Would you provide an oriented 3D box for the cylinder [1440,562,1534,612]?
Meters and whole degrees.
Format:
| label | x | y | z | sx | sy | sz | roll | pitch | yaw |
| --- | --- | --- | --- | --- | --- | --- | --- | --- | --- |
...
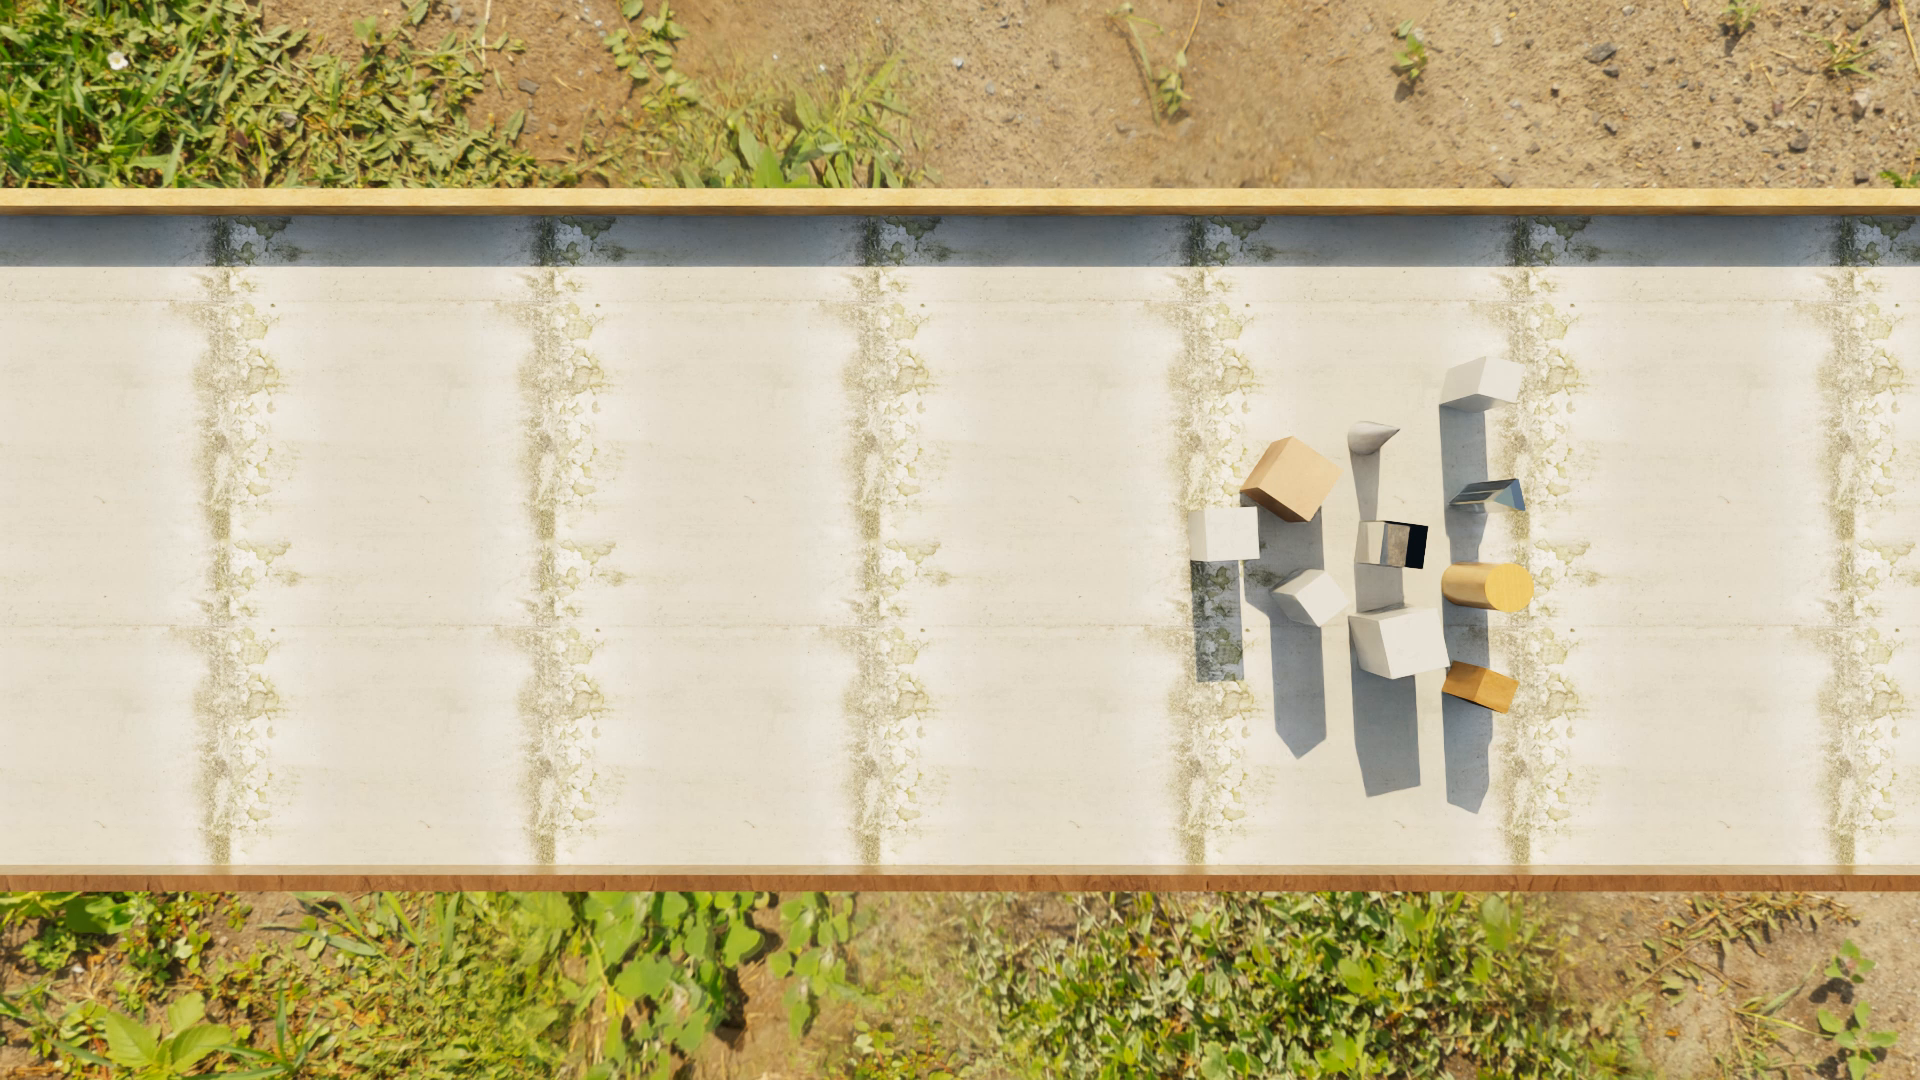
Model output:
| label | x | y | z | sx | sy | sz | roll | pitch | yaw |
| --- | --- | --- | --- | --- | --- | --- | --- | --- | --- |
| cylinder | 1.550 | 0.135 | 4.863 | 0.139 | 0.426 | 0.139 | 0 | 90 | 0 |

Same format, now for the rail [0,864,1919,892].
| label | x | y | z | sx | sy | sz | roll | pitch | yaw |
| --- | --- | --- | --- | --- | --- | --- | --- | --- | --- |
| rail | -2.247 | 1.025 | 5.001 | 12.000 | 0.150 | 0.050 | 0 | 90 | 0 |

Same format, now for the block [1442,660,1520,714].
| label | x | y | z | sx | sy | sz | roll | pitch | yaw |
| --- | --- | --- | --- | --- | --- | --- | --- | --- | --- |
| block | 1.547 | 0.437 | 4.916 | 0.102 | 0.322 | 0.102 | 22 | 90 | 0 |

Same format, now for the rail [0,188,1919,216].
| label | x | y | z | sx | sy | sz | roll | pitch | yaw |
| --- | --- | --- | --- | --- | --- | --- | --- | --- | --- |
| rail | -2.247 | -1.025 | 5.002 | 12.000 | 0.150 | 0.050 | 0 | 90 | 0 |

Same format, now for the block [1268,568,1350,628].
| label | x | y | z | sx | sy | sz | roll | pitch | yaw |
| --- | --- | --- | --- | --- | --- | --- | --- | --- | --- |
| block | 1.027 | 0.167 | 4.874 | 0.114 | 0.405 | 0.114 | -37 | 90 | 0 |

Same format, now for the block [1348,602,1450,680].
| label | x | y | z | sx | sy | sz | roll | pitch | yaw |
| --- | --- | --- | --- | --- | --- | --- | --- | --- | --- |
| block | 1.296 | 0.295 | 4.890 | 0.171 | 0.372 | 0.171 | -13 | 90 | 0 |

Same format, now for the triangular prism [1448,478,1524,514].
| label | x | y | z | sx | sy | sz | roll | pitch | yaw |
| --- | --- | --- | --- | --- | --- | --- | --- | --- | --- |
| triangular prism | 1.557 | -0.135 | 4.857 | 0.093 | 0.440 | 0.080 | 18 | 90 | 0 |

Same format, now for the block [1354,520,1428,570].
| label | x | y | z | sx | sy | sz | roll | pitch | yaw |
| --- | --- | --- | --- | --- | --- | --- | --- | --- | --- |
| block | 1.283 | 0.014 | 4.922 | 0.127 | 0.309 | 0.127 | 7 | 90 | 0 |

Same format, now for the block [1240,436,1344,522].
| label | x | y | z | sx | sy | sz | roll | pitch | yaw |
| --- | --- | --- | --- | --- | --- | --- | --- | --- | --- |
| block | 0.983 | -0.177 | 4.916 | 0.179 | 0.321 | 0.179 | 34 | 90 | 0 |

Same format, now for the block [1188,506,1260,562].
| label | x | y | z | sx | sy | sz | roll | pitch | yaw |
| --- | --- | --- | --- | --- | --- | --- | --- | --- | --- |
| block | 0.779 | -0.017 | 4.899 | 0.149 | 0.355 | 0.149 | -3 | 90 | 0 |

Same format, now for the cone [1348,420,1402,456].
| label | x | y | z | sx | sy | sz | roll | pitch | yaw |
| --- | --- | --- | --- | --- | --- | --- | --- | --- | --- |
| cone | 1.245 | -0.314 | 4.862 | 0.107 | 0.428 | 0.107 | 0 | 90 | 0 |

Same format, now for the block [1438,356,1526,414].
| label | x | y | z | sx | sy | sz | roll | pitch | yaw |
| --- | --- | --- | --- | --- | --- | --- | --- | --- | --- |
| block | 1.541 | -0.458 | 4.886 | 0.112 | 0.381 | 0.112 | 15 | 90 | 0 |
